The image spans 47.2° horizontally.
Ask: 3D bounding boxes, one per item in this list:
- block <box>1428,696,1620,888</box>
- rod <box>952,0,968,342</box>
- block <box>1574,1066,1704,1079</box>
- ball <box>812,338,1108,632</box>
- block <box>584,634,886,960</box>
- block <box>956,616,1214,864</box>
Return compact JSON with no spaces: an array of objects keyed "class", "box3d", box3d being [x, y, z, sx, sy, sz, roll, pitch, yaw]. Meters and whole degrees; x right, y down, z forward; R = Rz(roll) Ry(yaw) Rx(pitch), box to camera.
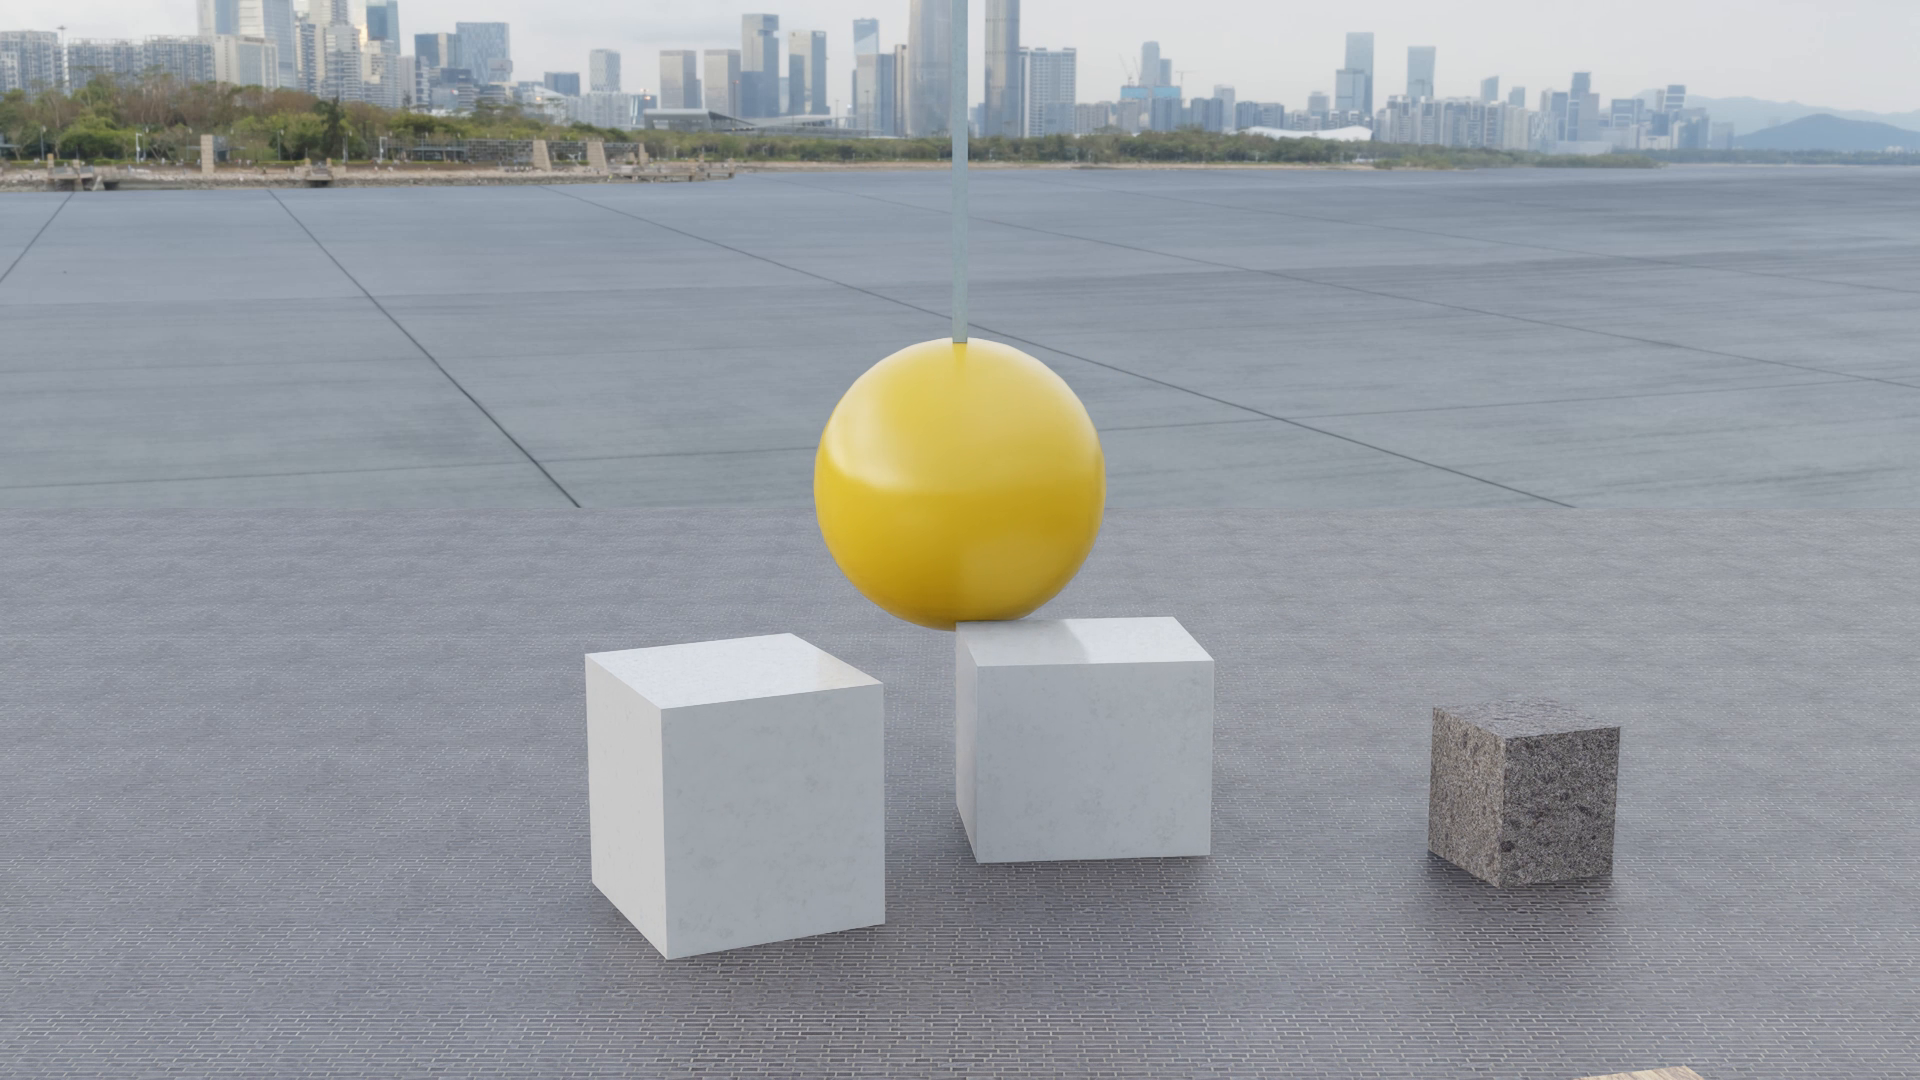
[{"class":"block","box3d":[2.755,1.223,10.787,0.643,0.735,0.625,-4,11,-20]},{"class":"rod","box3d":[0.000,-3.531,10.900,0.080,5.200,0.080,0,18,0]},{"class":"block","box3d":[1.892,2.042,6.166,0.790,0.775,0.809,-3,11,-15]},{"class":"ball","box3d":[0.000,-0.301,11.960,1.600,1.600,1.600,0,10,0]},{"class":"block","box3d":[-1.052,1.139,10.164,1.034,1.122,1.130,-5,11,-25]},{"class":"block","box3d":[0.612,1.000,11.286,1.168,0.995,1.010,-1,10,-6]}]
